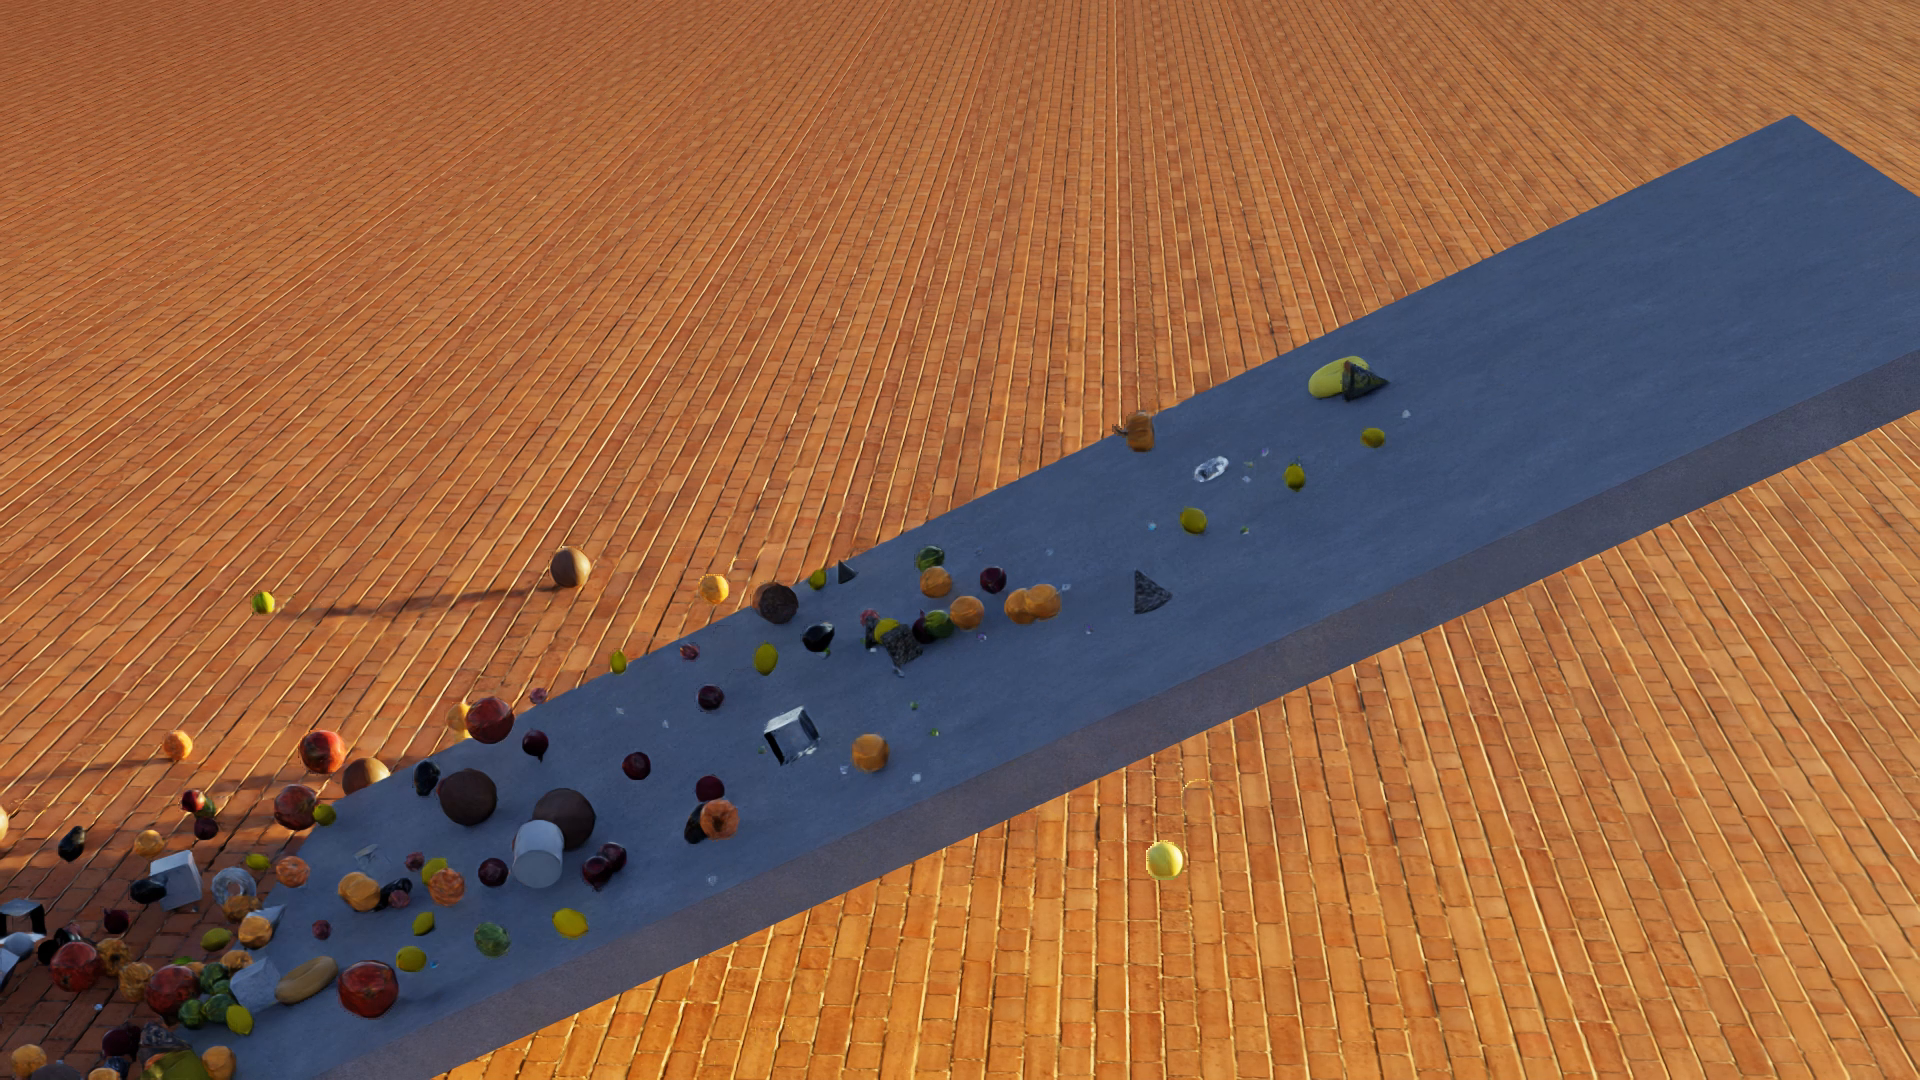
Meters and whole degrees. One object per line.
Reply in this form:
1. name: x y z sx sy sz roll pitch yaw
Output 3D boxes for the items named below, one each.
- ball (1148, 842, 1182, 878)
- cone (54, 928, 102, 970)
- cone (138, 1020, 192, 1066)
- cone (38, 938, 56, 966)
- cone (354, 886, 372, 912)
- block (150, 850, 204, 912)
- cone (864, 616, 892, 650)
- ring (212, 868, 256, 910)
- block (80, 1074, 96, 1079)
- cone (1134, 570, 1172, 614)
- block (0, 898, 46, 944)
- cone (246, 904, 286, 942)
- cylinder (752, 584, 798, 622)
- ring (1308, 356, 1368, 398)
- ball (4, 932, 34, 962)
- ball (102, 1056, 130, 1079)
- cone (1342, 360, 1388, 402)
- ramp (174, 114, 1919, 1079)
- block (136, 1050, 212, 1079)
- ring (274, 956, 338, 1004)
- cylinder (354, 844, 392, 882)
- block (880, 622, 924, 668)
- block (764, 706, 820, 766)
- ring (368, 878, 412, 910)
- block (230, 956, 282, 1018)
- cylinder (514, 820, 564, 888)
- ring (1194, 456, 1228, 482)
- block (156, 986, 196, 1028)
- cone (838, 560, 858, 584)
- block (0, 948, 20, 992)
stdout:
1. ball: 0.356 0.556 5.098 0.061 0.061 0.061 0 17 0
2. cone: -2.031 0.943 6.806 0.098 0.098 0.098 -2 14 -42
3. cone: -1.643 1.054 6.127 0.099 0.099 0.099 5 17 9
4. cone: -2.108 0.954 6.851 0.065 0.065 0.065 -2 2 -6
5. cone: -1.300 0.790 6.479 0.059 0.059 0.059 1 17 4
6. block: -1.907 0.828 7.158 0.097 0.097 0.097 -18 18 -7
7. cone: -0.165 0.203 6.446 0.076 0.076 0.076 -3 16 10
8. ring: -1.694 0.814 6.863 0.106 0.106 0.035 0 13 1
9. block: -1.776 1.151 5.931 0.091 0.091 0.091 -29 13 2
10. cone: 0.360 0.090 5.751 0.082 0.082 0.082 -26 14 7
11. block: -2.228 0.908 6.963 0.082 0.082 0.082 8 18 24
12. cone: -1.541 0.842 6.593 0.082 0.082 0.082 -40 15 8
13. cylinder: -0.440 0.149 6.993 0.093 0.093 0.093 -5 1 -15
14. ring: 0.844 -0.363 6.571 0.143 0.048 0.143 -25 15 7
15. ball: -2.193 0.948 6.850 0.068 0.068 0.068 0 17 0
16. ball: -1.768 1.109 6.158 0.054 0.054 0.054 0 17 0
17. cone: 0.892 -0.347 6.433 0.091 0.091 0.091 -1 17 -4
18. ramp: 0.139 0.168 6.281 4.000 0.100 2.000 -25 14 10
19. block: -1.538 1.069 5.760 0.096 0.096 0.096 -15 18 42
20. ring: -1.353 0.912 6.089 0.142 0.047 0.142 -26 12 6
21. cylinder: -1.333 0.732 6.680 0.063 0.063 0.063 -26 14 7
22. block: -0.124 0.222 6.234 0.064 0.064 0.064 -28 14 -4
23. block: -0.341 0.398 5.973 0.077 0.077 0.077 -24 14 12
24. ring: -1.241 0.771 6.405 0.105 0.035 0.105 -31 5 3
25. block: -1.470 0.935 6.159 0.079 0.079 0.079 -27 13 2
26. cylinder: -0.850 0.633 5.930 0.097 0.097 0.097 -1 32 -4
27. ring: 0.548 -0.154 6.412 0.081 0.027 0.081 -27 13 7
28. block: -1.697 1.011 6.369 0.055 0.055 0.055 -25 14 9
29. cone: -0.283 0.070 7.127 0.053 0.053 0.053 -26 14 7
30. block: -2.201 0.978 6.674 0.082 0.082 0.082 29 16 -4
